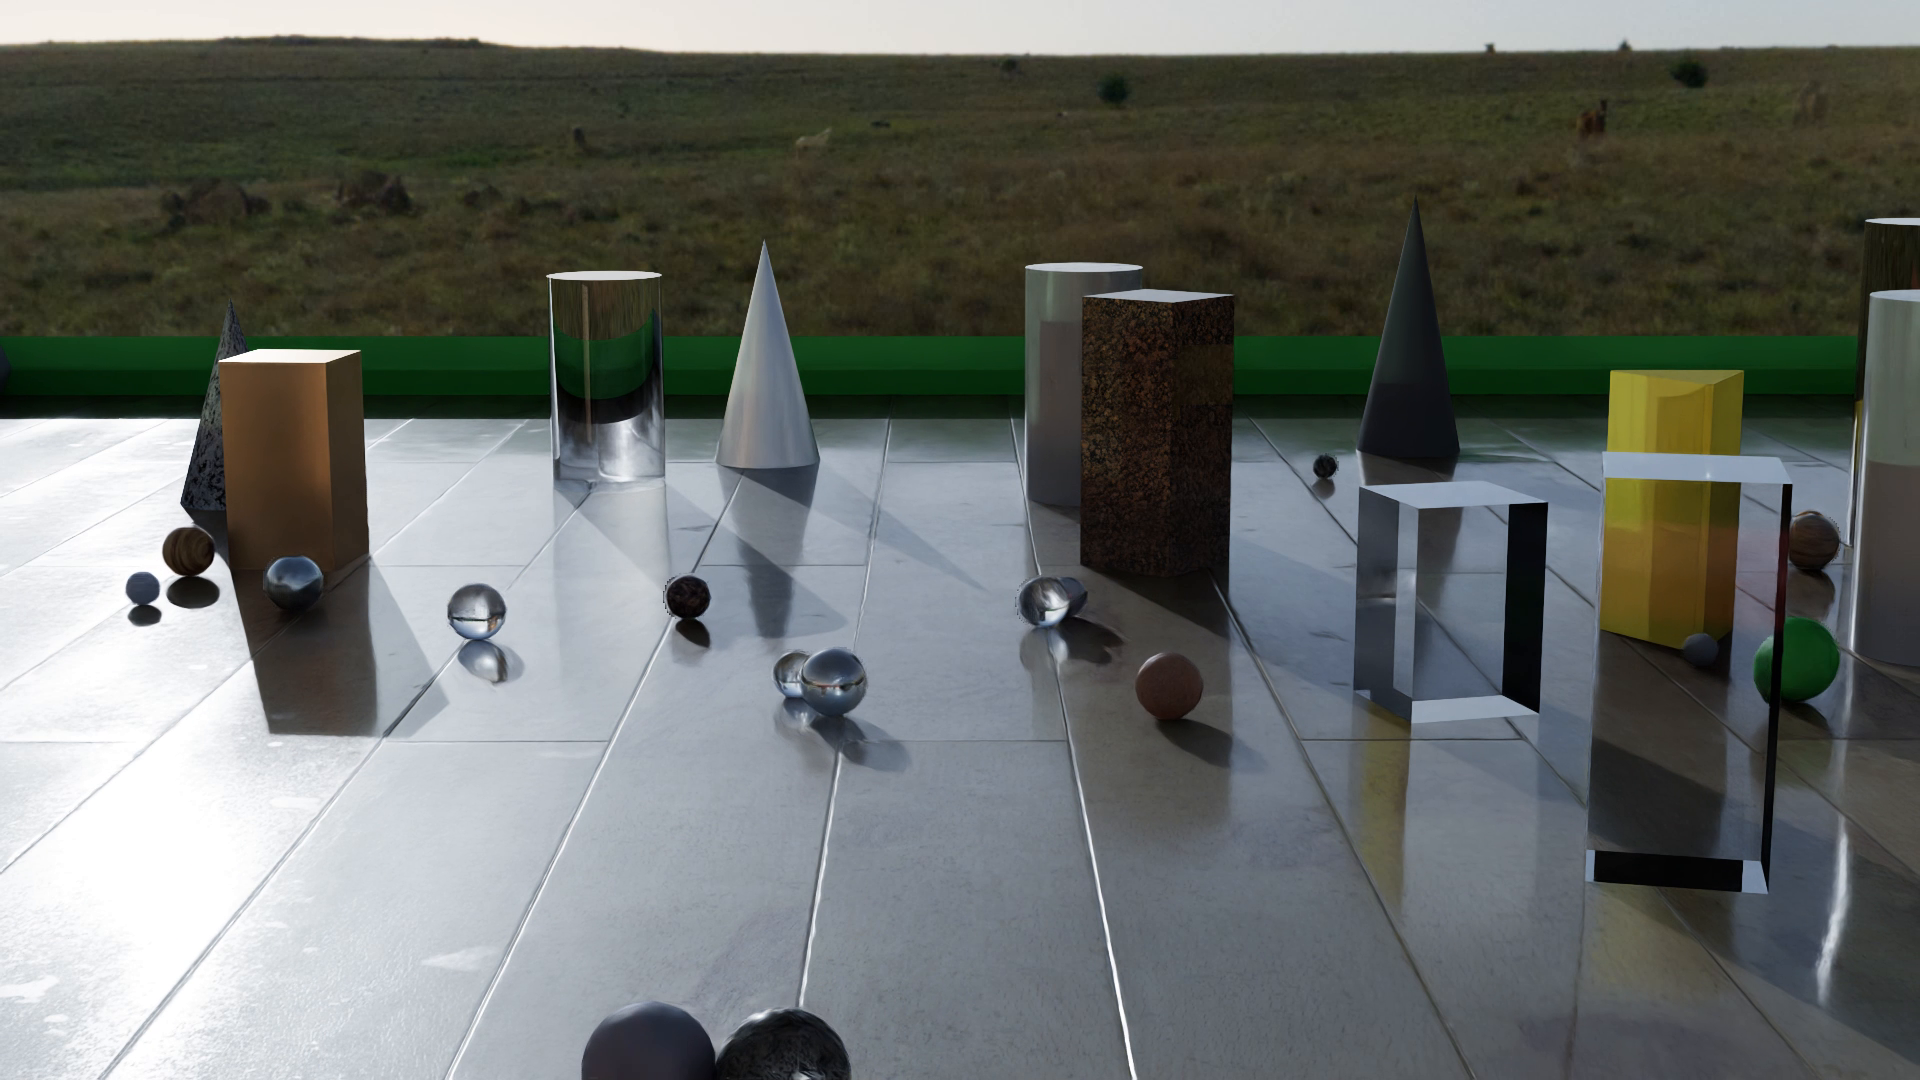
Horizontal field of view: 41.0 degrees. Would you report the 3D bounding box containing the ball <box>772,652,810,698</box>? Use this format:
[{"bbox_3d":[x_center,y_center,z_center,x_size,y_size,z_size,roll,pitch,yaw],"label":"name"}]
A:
[{"bbox_3d":[-0.192,0.157,2.990,0.054,0.054,0.054,0,10,0],"label":"ball"}]

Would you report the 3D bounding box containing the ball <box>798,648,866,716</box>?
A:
[{"bbox_3d":[-0.144,0.161,2.905,0.077,0.077,0.077,0,10,0],"label":"ball"}]

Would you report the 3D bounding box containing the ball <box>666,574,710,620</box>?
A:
[{"bbox_3d":[-0.361,0.076,3.412,0.059,0.059,0.059,0,10,0],"label":"ball"}]

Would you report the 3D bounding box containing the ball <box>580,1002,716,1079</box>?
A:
[{"bbox_3d":[-0.214,0.364,1.764,0.093,0.093,0.093,0,10,0],"label":"ball"}]

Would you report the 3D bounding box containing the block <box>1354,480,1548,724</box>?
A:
[{"bbox_3d":[0.561,0.068,2.949,0.158,0.244,0.158,-3,11,-15],"label":"block"}]

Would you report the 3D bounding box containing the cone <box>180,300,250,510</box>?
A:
[{"bbox_3d":[-1.219,-0.236,4.317,0.198,0.345,0.198,0,10,0],"label":"cone"}]

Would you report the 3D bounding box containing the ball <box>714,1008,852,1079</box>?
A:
[{"bbox_3d":[-0.121,0.366,1.751,0.093,0.093,0.093,0,10,0],"label":"ball"}]

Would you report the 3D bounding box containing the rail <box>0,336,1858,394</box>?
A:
[{"bbox_3d":[-0.013,-0.387,5.716,4.268,0.129,0.045,0,10,0],"label":"rail"}]

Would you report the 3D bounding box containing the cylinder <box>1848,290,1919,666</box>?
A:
[{"bbox_3d":[1.222,-0.080,3.192,0.198,0.446,0.198,0,10,0],"label":"cylinder"}]

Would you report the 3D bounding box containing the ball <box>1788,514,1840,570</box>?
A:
[{"bbox_3d":[1.243,0.003,3.750,0.081,0.081,0.081,0,10,0],"label":"ball"}]

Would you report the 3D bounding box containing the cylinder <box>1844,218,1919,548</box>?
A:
[{"bbox_3d":[1.464,-0.235,3.897,0.198,0.494,0.198,0,10,0],"label":"cylinder"}]

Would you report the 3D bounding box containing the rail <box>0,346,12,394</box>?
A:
[{"bbox_3d":[-2.110,0.035,3.437,0.045,0.129,4.660,0,10,0],"label":"rail"}]

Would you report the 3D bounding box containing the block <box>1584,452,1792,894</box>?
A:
[{"bbox_3d":[0.661,0.116,2.344,0.158,0.370,0.158,2,11,13],"label":"block"}]

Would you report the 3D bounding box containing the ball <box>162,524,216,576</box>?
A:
[{"bbox_3d":[-1.112,0.015,3.698,0.075,0.075,0.075,0,10,0],"label":"ball"}]

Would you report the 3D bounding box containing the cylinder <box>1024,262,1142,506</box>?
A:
[{"bbox_3d":[0.209,-0.267,4.356,0.198,0.391,0.198,0,10,0],"label":"cylinder"}]

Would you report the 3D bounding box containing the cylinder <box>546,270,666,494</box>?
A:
[{"bbox_3d":[-0.617,-0.278,4.483,0.198,0.367,0.198,0,10,0],"label":"cylinder"}]

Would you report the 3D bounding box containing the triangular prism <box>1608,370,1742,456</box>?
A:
[{"bbox_3d":[0.960,-0.052,3.355,0.149,0.332,0.171,-6,12,-30],"label":"triangular prism"}]

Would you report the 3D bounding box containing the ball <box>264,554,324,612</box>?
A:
[{"bbox_3d":[-0.898,0.058,3.463,0.077,0.077,0.077,0,10,0],"label":"ball"}]

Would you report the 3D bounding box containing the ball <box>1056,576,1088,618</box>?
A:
[{"bbox_3d":[0.142,0.076,3.421,0.056,0.056,0.056,0,10,0],"label":"ball"}]

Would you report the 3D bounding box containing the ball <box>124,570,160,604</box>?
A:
[{"bbox_3d":[-1.116,0.065,3.505,0.047,0.047,0.047,0,10,0],"label":"ball"}]

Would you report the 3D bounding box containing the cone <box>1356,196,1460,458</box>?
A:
[{"bbox_3d":[0.860,-0.415,4.883,0.198,0.489,0.198,0,10,0],"label":"cone"}]

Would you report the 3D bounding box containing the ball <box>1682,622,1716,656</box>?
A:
[{"bbox_3d":[0.921,0.124,3.201,0.042,0.042,0.042,0,10,0],"label":"ball"}]

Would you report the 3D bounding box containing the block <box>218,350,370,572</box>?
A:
[{"bbox_3d":[-0.983,-0.120,3.798,0.158,0.306,0.158,1,11,5],"label":"block"}]

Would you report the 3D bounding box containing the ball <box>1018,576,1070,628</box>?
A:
[{"bbox_3d":[0.110,0.082,3.360,0.067,0.067,0.067,0,10,0],"label":"ball"}]

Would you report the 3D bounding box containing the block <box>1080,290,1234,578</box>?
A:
[{"bbox_3d":[0.289,-0.161,3.768,0.158,0.396,0.158,8,13,38],"label":"block"}]

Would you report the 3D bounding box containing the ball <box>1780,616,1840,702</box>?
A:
[{"bbox_3d":[0.966,0.138,2.970,0.099,0.099,0.099,0,10,0],"label":"ball"}]

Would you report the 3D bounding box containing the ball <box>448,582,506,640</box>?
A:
[{"bbox_3d":[-0.619,0.092,3.286,0.075,0.075,0.075,0,10,0],"label":"ball"}]

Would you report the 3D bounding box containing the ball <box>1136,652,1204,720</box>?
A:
[{"bbox_3d":[0.236,0.164,2.891,0.076,0.076,0.076,0,10,0],"label":"ball"}]

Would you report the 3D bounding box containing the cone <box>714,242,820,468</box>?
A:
[{"bbox_3d":[-0.360,-0.351,4.755,0.198,0.412,0.198,0,10,0],"label":"cone"}]

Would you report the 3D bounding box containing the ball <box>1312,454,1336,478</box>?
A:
[{"bbox_3d":[0.651,-0.131,4.576,0.042,0.042,0.042,0,10,0],"label":"ball"}]

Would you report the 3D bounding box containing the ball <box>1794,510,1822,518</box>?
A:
[{"bbox_3d":[1.303,-0.018,3.934,0.055,0.055,0.055,0,10,0],"label":"ball"}]
